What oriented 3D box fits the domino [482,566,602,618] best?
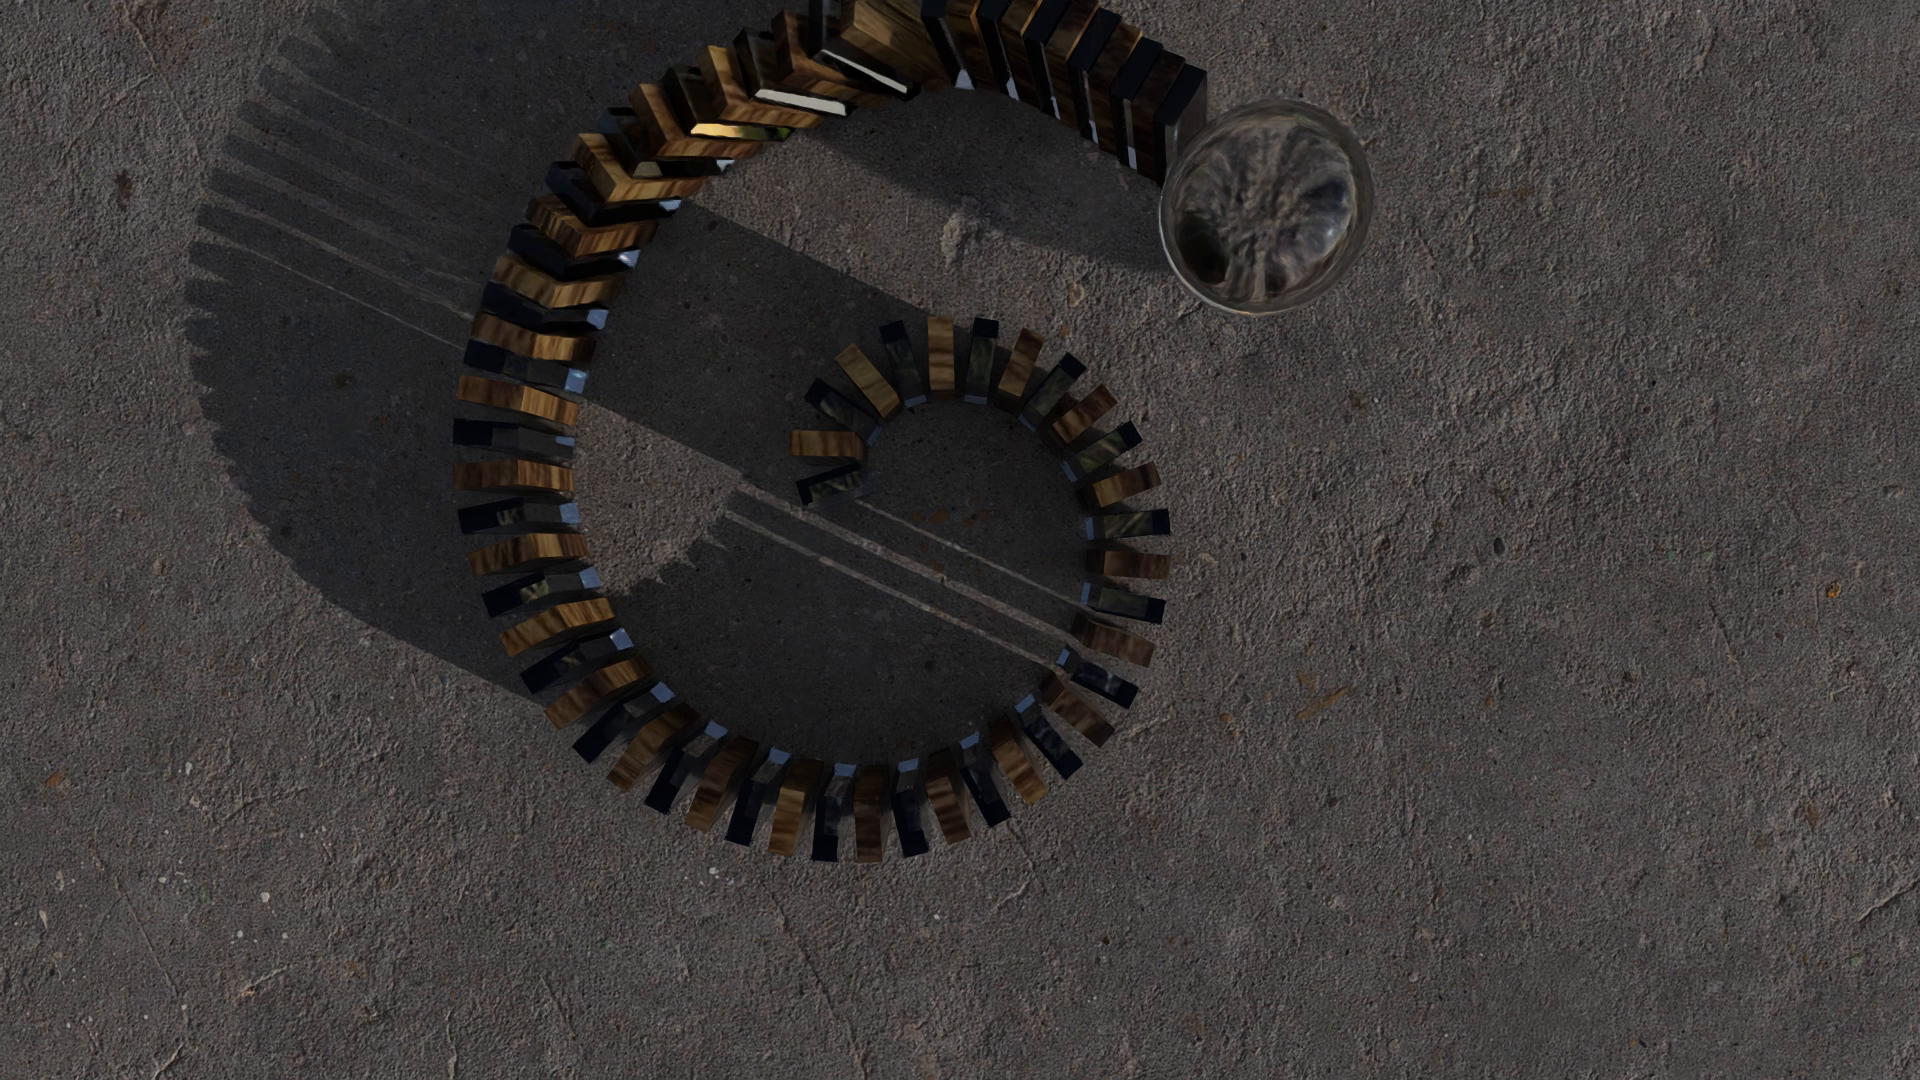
[{"bbox_3d":[-0.170,0.021,0.375,0.025,0.050,0.010,-22,90,0],"label":"domino"}]

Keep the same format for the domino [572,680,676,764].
[{"bbox_3d":[-0.136,0.073,0.375,0.025,0.050,0.009,-45,90,0],"label":"domino"}]

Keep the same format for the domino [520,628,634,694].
[{"bbox_3d":[-0.155,0.049,0.375,0.025,0.050,0.009,-32,90,0],"label":"domino"}]

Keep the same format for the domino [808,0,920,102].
[{"bbox_3d":[-0.039,-0.204,0.379,0.050,0.009,0.025,1,87,-43],"label":"domino"}]

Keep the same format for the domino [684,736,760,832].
[{"bbox_3d":[-0.097,0.099,0.375,0.009,0.050,0.025,22,90,0],"label":"domino"}]

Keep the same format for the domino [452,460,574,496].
[{"bbox_3d":[-0.181,-0.025,0.375,0.025,0.050,0.010,-5,90,0],"label":"domino"}]

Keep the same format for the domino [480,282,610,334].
[{"bbox_3d":[-0.168,-0.095,0.375,0.025,0.050,0.009,25,106,0],"label":"domino"}]

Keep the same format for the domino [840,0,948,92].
[{"bbox_3d":[-0.026,-0.210,0.378,0.050,0.009,0.025,9,81,-42],"label":"domino"}]

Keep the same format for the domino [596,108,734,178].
[{"bbox_3d":[-0.120,-0.164,0.378,0.010,0.050,0.025,-32,90,39],"label":"domino"}]

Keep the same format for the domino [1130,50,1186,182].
[{"bbox_3d":[0.082,-0.172,0.375,0.009,0.050,0.025,30,90,16],"label":"domino"}]

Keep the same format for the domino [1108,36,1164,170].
[{"bbox_3d":[0.073,-0.177,0.375,0.009,0.050,0.025,30,90,16],"label":"domino"}]

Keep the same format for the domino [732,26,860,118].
[{"bbox_3d":[-0.067,-0.193,0.379,0.050,0.010,0.025,-15,90,-44],"label":"domino"}]

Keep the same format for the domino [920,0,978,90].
[{"bbox_3d":[-0.001,-0.210,0.375,0.009,0.050,0.025,16,90,16],"label":"domino"}]

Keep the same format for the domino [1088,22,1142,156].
[{"bbox_3d":[0.065,-0.183,0.375,0.009,0.050,0.025,30,90,16],"label":"domino"}]

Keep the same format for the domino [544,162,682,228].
[{"bbox_3d":[-0.141,-0.143,0.377,0.025,0.050,0.010,46,124,0],"label":"domino"}]

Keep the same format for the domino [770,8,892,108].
[{"bbox_3d":[-0.052,-0.198,0.379,0.050,0.010,0.025,-9,90,-43],"label":"domino"}]

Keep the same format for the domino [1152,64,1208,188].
[{"bbox_3d":[0.090,-0.167,0.375,0.009,0.050,0.025,30,90,16],"label":"domino"}]

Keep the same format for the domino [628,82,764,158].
[{"bbox_3d":[-0.108,-0.172,0.378,0.010,0.050,0.025,-26,90,42],"label":"domino"}]

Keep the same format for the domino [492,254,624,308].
[{"bbox_3d":[-0.163,-0.107,0.375,0.025,0.050,0.009,28,112,0],"label":"domino"}]

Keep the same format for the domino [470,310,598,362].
[{"bbox_3d":[-0.173,-0.083,0.375,0.025,0.050,0.010,21,100,0],"label":"domino"}]

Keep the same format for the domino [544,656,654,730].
[{"bbox_3d":[-0.146,0.062,0.375,0.025,0.050,0.010,-37,90,0],"label":"domino"}]

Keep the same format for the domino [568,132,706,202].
[{"bbox_3d":[-0.131,-0.154,0.377,0.009,0.050,0.025,-37,90,37],"label":"domino"}]

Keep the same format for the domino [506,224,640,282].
[{"bbox_3d":[-0.157,-0.120,0.376,0.025,0.050,0.009,34,116,0],"label":"domino"}]

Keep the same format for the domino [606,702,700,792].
[{"bbox_3d":[-0.124,0.084,0.375,0.010,0.050,0.025,36,90,0],"label":"domino"}]

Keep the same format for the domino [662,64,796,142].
[{"bbox_3d":[-0.095,-0.180,0.379,0.009,0.050,0.025,-24,90,44],"label":"domino"}]

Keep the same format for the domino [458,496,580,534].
[{"bbox_3d":[-0.179,-0.010,0.375,0.025,0.050,0.009,-12,90,0],"label":"domino"}]

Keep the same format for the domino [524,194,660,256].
[{"bbox_3d":[-0.150,-0.131,0.376,0.025,0.050,0.009,38,121,0],"label":"domino"}]

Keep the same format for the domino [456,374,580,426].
[{"bbox_3d":[-0.179,-0.056,0.375,0.025,0.050,0.009,10,90,0],"label":"domino"}]

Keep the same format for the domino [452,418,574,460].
[{"bbox_3d":[-0.181,-0.041,0.375,0.025,0.050,0.010,4,90,0],"label":"domino"}]

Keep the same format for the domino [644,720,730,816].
[{"bbox_3d":[-0.111,0.092,0.375,0.010,0.050,0.025,28,90,0],"label":"domino"}]

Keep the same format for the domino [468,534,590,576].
[{"bbox_3d":[-0.175,0.006,0.375,0.025,0.050,0.010,-17,90,0],"label":"domino"}]

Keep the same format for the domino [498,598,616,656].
[{"bbox_3d":[-0.163,0.035,0.375,0.025,0.050,0.009,-27,90,0],"label":"domino"}]

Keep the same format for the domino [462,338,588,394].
[{"bbox_3d":[-0.176,-0.070,0.375,0.025,0.050,0.010,17,94,0],"label":"domino"}]

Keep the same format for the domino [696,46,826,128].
[{"bbox_3d":[-0.081,-0.187,0.379,0.050,0.010,0.025,-19,90,-45],"label":"domino"}]
